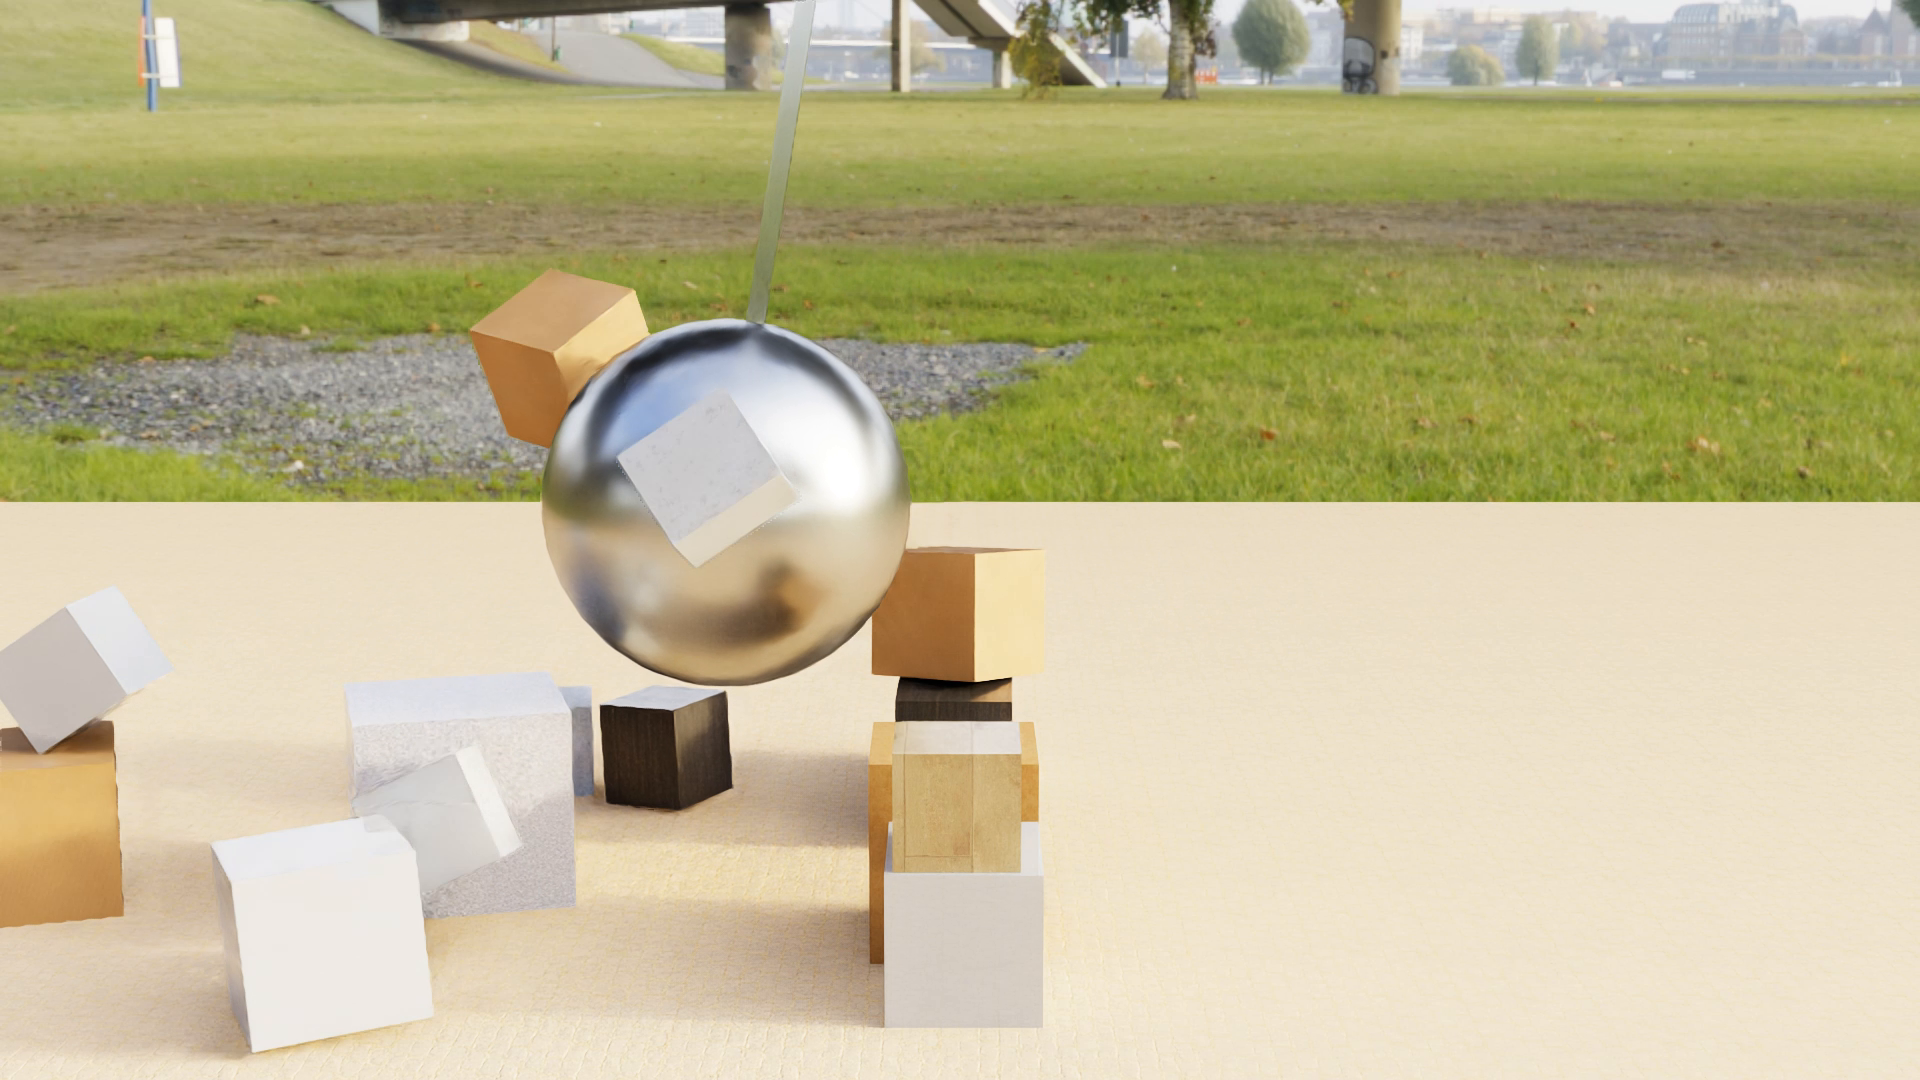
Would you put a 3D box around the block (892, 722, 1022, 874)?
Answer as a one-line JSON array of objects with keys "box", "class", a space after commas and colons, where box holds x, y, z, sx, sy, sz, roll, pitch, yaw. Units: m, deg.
[{"box": [-0.011, 0.965, 9.676, 0.474, 0.454, 0.472, 0, 10, 0], "class": "block"}]

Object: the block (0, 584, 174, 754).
[{"box": [-3.780, 0.550, 10.997, 0.490, 0.450, 0.470, -33, 5, 12], "class": "block"}]

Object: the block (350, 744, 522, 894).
[{"box": [-2.121, 1.149, 10.415, 0.460, 0.458, 0.424, -24, 0, 1], "class": "block"}]

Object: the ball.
[{"box": [-1.011, -0.161, 11.151, 1.600, 1.600, 1.600, 0, 10, 0], "class": "ball"}]

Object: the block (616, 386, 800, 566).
[{"box": [-0.990, -0.247, 10.132, 0.499, 0.431, 0.402, -34, -15, -2], "class": "block"}]

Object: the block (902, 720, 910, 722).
[{"box": [-0.034, 1.139, 11.936, 0.494, 0.487, 0.479, 0, 10, 1], "class": "block"}]

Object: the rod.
[{"box": [-0.438, -3.458, 10.552, 0.080, 5.200, 0.080, 10, 10, -2], "class": "rod"}]

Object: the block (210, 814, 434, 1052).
[{"box": [-2.391, 1.452, 9.591, 0.654, 0.630, 0.677, -8, 9, -22], "class": "block"}]

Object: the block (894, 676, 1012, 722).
[{"box": [-0.025, 1.001, 12.429, 0.554, 0.583, 0.539, 0, 10, 1], "class": "block"}]

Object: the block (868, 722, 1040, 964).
[{"box": [-0.026, 1.228, 10.510, 0.672, 0.823, 0.677, 0, 10, 0], "class": "block"}]

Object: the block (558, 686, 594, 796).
[{"box": [-2.073, 1.003, 12.796, 0.477, 0.448, 0.460, -1, 10, -7], "class": "block"}]

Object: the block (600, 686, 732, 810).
[{"box": [-1.435, 1.011, 12.559, 0.437, 0.493, 0.456, 2, 10, 29], "class": "block"}]

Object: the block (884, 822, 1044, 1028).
[{"box": [0.014, 1.466, 9.849, 0.590, 0.592, 0.689, 0, 10, 0], "class": "block"}]

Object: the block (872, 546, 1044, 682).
[{"box": [-0.008, 0.356, 12.709, 0.623, 0.614, 0.607, 2, 3, 35], "class": "block"}]

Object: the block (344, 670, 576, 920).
[{"box": [-2.178, 1.098, 11.135, 0.897, 0.855, 0.787, -3, 11, -16], "class": "block"}]

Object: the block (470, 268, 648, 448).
[{"box": [-1.778, -0.804, 11.717, 0.551, 0.593, 0.537, 16, 46, 36], "class": "block"}]

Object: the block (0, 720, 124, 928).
[{"box": [-3.979, 1.214, 11.022, 0.690, 0.669, 0.762, -3, 11, -18], "class": "block"}]
